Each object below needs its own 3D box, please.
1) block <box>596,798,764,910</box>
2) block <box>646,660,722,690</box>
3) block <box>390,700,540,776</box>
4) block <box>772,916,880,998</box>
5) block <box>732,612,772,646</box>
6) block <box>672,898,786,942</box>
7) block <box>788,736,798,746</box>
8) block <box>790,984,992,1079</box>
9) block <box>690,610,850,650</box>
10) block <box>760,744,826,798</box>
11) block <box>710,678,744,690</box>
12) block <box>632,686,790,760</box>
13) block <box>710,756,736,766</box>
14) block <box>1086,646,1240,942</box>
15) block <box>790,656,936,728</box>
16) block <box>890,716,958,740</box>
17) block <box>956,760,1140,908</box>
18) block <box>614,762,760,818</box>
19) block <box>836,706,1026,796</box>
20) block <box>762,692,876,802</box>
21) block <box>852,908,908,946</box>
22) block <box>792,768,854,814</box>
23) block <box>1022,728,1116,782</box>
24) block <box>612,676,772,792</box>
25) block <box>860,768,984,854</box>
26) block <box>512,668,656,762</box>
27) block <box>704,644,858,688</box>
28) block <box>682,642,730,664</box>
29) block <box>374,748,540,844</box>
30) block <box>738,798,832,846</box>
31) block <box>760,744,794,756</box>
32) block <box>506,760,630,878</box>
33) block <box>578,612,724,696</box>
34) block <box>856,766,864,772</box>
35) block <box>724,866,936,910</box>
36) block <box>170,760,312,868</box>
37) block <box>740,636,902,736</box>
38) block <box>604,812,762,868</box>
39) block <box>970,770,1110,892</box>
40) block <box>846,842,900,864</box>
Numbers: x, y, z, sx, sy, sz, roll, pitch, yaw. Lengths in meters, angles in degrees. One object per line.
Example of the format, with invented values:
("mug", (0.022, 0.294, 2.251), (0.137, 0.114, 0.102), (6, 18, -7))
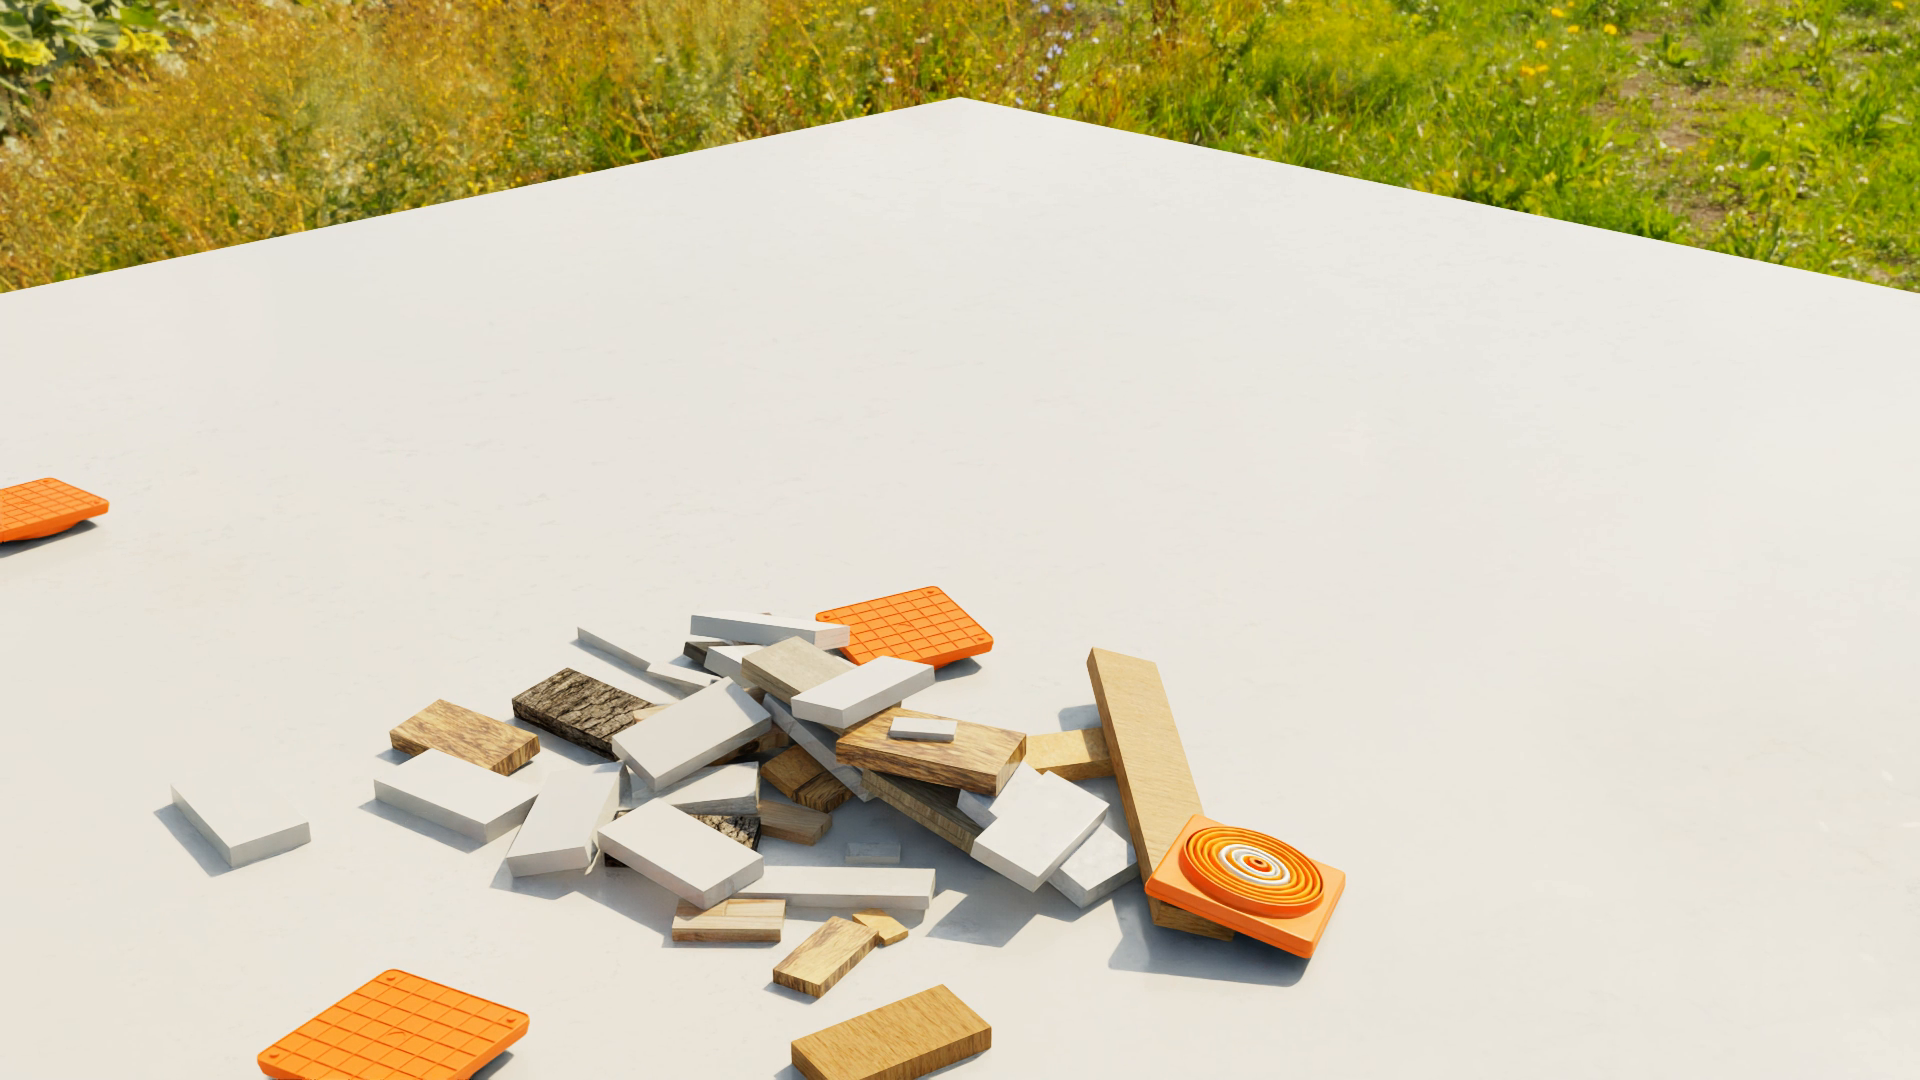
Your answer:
("block", (-0.535, 0.597, 4.202), (0.303, 0.043, 0.152), (22, 34, 37))
("block", (-0.551, 0.320, 4.888), (0.293, 0.013, 0.046), (14, 31, 8))
("block", (-1.053, 0.429, 4.676), (0.296, 0.042, 0.148), (15, 34, 32))
("block", (-0.240, 0.749, 3.959), (0.099, 0.028, 0.199), (13, 26, 27))
("block", (-0.473, 0.235, 5.168), (0.110, 0.031, 0.220), (-8, 24, -17))
("block", (-0.426, 0.703, 4.067), (0.199, 0.028, 0.099), (0, 23, 1))
("block", (-0.480, 0.400, 4.697), (0.283, 0.040, 0.141), (-6, 26, -14))
("block", (-0.115, 0.850, 3.703), (0.303, 0.043, 0.152), (-15, 27, -31))
("block", (-0.435, 0.207, 5.041), (0.327, 0.046, 0.163), (6, 5, 25))
("block", (-0.327, 0.469, 4.584), (0.088, 0.025, 0.175), (37, 37, 20))
("block", (-0.469, 0.357, 4.825), (0.176, 0.025, 0.088), (8, 42, 1))
("block", (-0.522, 0.394, 4.606), (0.296, 0.042, 0.148), (-10, 42, -19))
("block", (-0.555, 0.433, 4.707), (0.176, 0.025, 0.088), (16, 28, 34))
("block", (0.395, 0.486, 4.461), (0.152, 0.043, 1.010), (15, 23, -11))
("block", (-0.196, 0.308, 4.485), (0.140, 0.040, 0.281), (9, 21, 39))
("block", (-0.072, 0.375, 4.367), (0.127, 0.015, 0.052), (3, 26, 6))
("block", (0.174, 0.564, 4.256), (0.338, 0.048, 0.169), (36, 39, 31))
("block", (-0.550, 0.515, 4.457), (0.283, 0.040, 0.141), (-6, 23, 1))
("block", (-0.056, 0.412, 4.362), (0.338, 0.048, 0.169), (10, 27, 19))
("block", (-0.248, 0.407, 4.592), (0.319, 0.045, 0.159), (38, 37, 26))
("block", (-0.147, 0.712, 4.063), (0.052, 0.015, 0.104), (-17, 28, -34))
("block", (-0.256, 0.506, 4.537), (0.088, 0.025, 0.176), (15, 27, 31))
("block", (0.239, 0.454, 4.639), (0.281, 0.040, 0.140), (-6, 24, -14))
("block", (-0.551, 0.398, 4.532), (0.296, 0.042, 0.148), (-27, 50, -34))
("block", (-0.011, 0.514, 4.352), (0.338, 0.048, 0.169), (29, 36, 23))
("block", (-0.805, 0.378, 4.792), (0.327, 0.046, 0.163), (18, 34, 36))
("block", (-0.393, 0.283, 4.897), (0.163, 0.046, 0.327), (23, 13, 37))
("block", (-0.517, 0.278, 4.988), (0.110, 0.031, 0.220), (3, 14, -46))
("block", (-1.021, 0.519, 4.480), (0.321, 0.046, 0.161), (15, 27, 31))
("block", (-0.354, 0.564, 4.401), (0.176, 0.025, 0.088), (10, 25, 21))
("block", (-0.379, 0.433, 4.708), (0.176, 0.025, 0.088), (12, 26, 25))
("block", (-0.771, 0.549, 4.352), (0.161, 0.046, 0.321), (-9, 23, 10))
("block", (-0.680, 0.275, 5.072), (0.526, 0.031, 0.110), (21, 31, 40))
("block", (-0.073, 0.477, 4.472), (0.319, 0.045, 0.159), (34, 38, 29))
("block", (-0.251, 0.655, 4.155), (0.400, 0.028, 0.099), (0, 21, 7))
("block", (-1.446, 0.546, 4.415), (0.161, 0.046, 0.321), (-17, 28, -35))
("block", (-0.292, 0.305, 4.602), (0.319, 0.045, 0.159), (27, 32, 35))
("block", (-0.542, 0.592, 4.314), (0.284, 0.040, 0.141), (2, 23, 4))
("block", (0.154, 0.552, 4.186), (0.140, 0.040, 0.281), (27, 36, 20))
("block", (-0.170, 0.612, 4.300), (0.104, 0.015, 0.052), (0, 23, 1))
